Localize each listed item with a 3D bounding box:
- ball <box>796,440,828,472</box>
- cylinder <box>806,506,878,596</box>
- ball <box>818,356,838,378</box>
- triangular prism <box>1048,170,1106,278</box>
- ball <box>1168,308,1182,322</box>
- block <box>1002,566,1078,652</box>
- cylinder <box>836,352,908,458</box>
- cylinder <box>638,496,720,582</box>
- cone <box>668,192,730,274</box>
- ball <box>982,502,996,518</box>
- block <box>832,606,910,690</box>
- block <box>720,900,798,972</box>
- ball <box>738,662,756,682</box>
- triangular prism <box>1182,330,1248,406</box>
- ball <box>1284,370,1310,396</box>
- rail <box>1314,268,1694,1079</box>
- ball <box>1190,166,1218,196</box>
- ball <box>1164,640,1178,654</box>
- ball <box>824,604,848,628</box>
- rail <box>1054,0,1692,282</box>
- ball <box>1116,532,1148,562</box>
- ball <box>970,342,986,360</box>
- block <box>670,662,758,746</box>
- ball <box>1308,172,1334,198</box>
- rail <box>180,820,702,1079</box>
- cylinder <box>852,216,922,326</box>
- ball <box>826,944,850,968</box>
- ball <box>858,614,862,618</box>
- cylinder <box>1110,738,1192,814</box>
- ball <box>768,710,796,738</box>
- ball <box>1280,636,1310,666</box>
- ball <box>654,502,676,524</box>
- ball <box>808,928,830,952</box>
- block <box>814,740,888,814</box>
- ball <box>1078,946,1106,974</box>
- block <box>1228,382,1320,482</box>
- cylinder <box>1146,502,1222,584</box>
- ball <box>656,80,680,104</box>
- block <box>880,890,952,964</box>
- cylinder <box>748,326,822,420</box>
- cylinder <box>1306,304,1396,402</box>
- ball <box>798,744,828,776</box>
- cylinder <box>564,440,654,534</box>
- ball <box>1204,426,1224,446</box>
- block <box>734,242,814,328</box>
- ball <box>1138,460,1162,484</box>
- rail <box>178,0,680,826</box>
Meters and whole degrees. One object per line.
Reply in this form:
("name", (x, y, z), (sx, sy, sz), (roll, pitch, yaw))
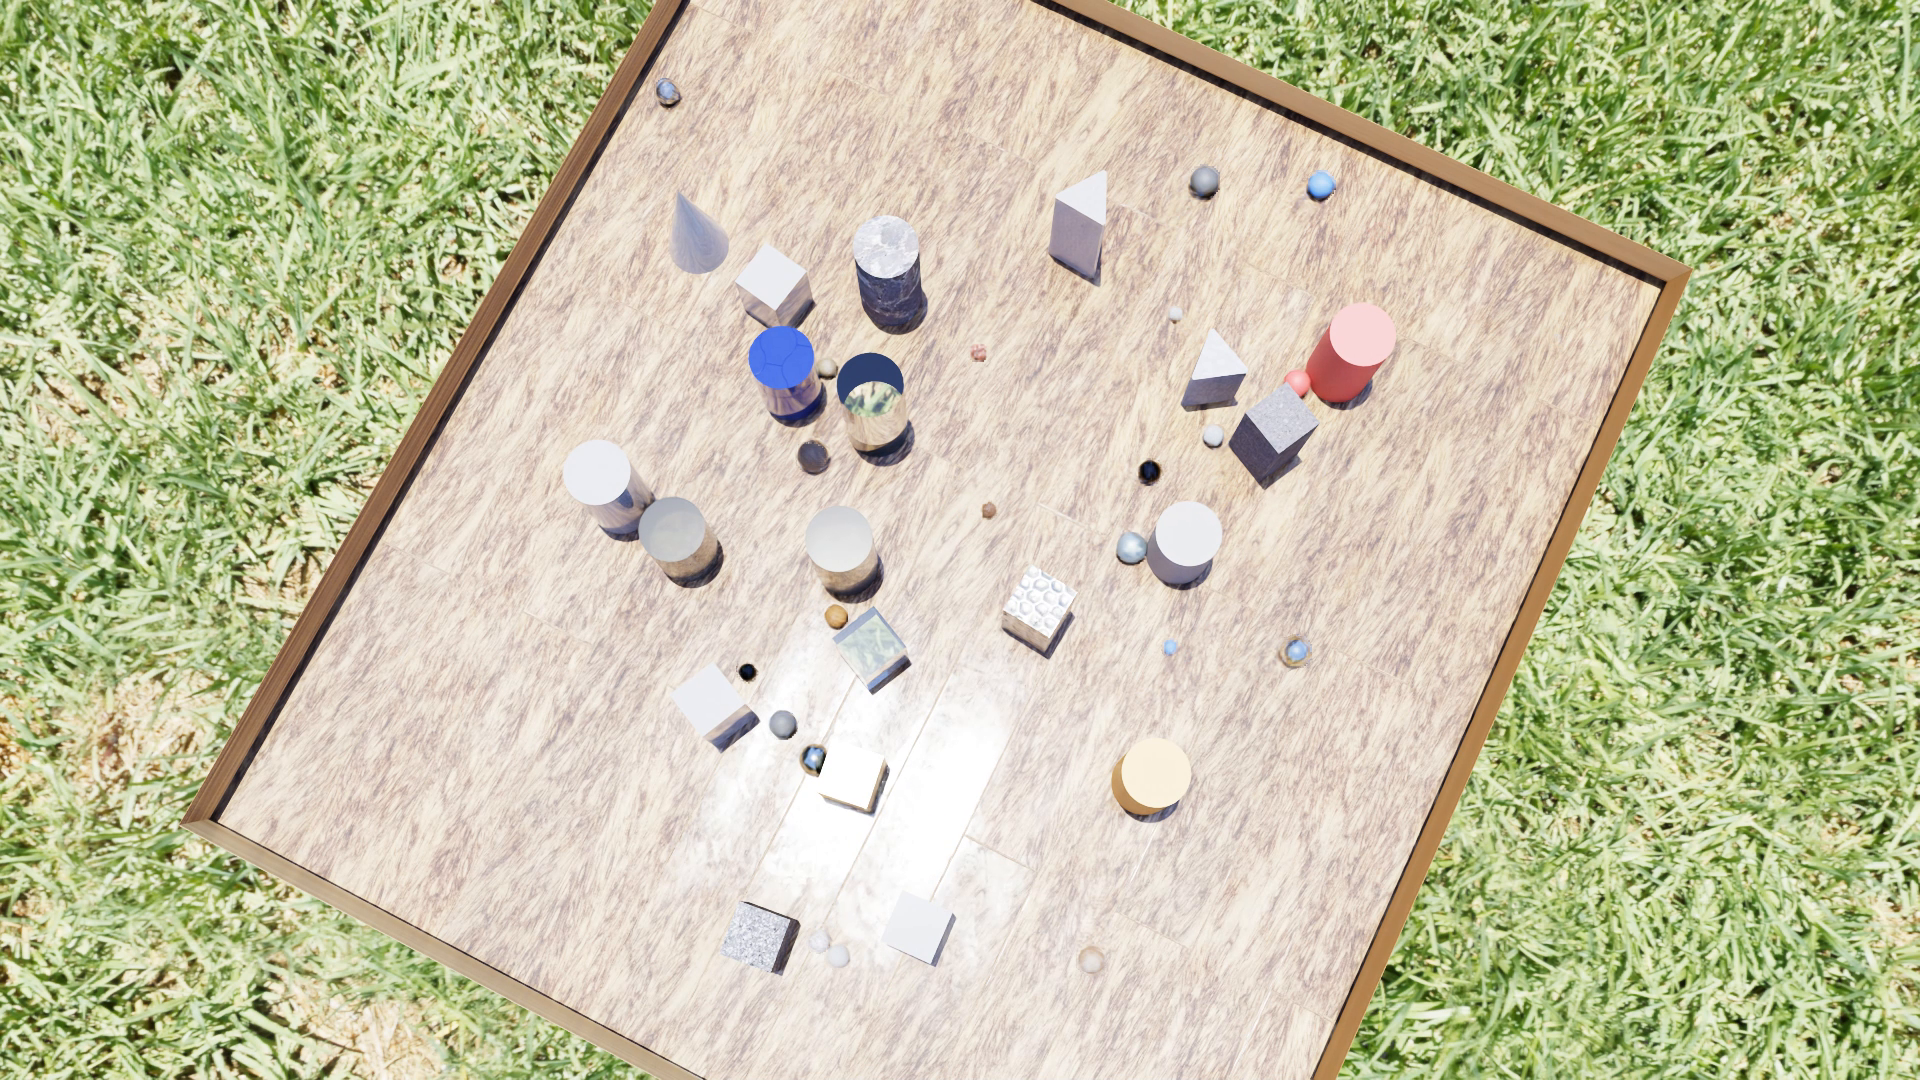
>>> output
("ball", (-0.452, -0.259, 5.621), (0.097, 0.097, 0.097), (0, 78, 0))
("cylinder", (-0.345, 0.036, 5.409), (0.193, 0.393, 0.193), (0, 78, 0))
("ball", (-0.413, -0.537, 5.696), (0.063, 0.063, 0.063), (0, 78, 0))
("triangular prism", (0.388, -0.976, 5.584), (0.167, 0.459, 0.145), (31, 80, 6))
("ball", (0.675, -0.707, 5.740), (0.044, 0.044, 0.044), (0, 78, 0))
("block", (0.230, 0.207, 5.410), (0.154, 0.321, 0.154), (31, 80, 6))
("cylinder", (-0.257, -0.397, 5.463), (0.193, 0.462, 0.193), (0, 78, 0))
("cylinder", (-0.833, 0.001, 5.453), (0.193, 0.320, 0.193), (0, 78, 0))
("cone", (-0.828, -0.980, 5.589), (0.193, 0.450, 0.193), (0, 78, 0))
("ball", (0.088, -0.091, 5.611), (0.047, 0.047, 0.047), (0, 78, 0))
("block", (-0.262, 0.322, 5.420), (0.154, 0.255, 0.154), (-38, 81, -7))
("block", (-0.576, 1.137, 5.255), (0.154, 0.247, 0.154), (20, 79, 4))
("ball", (-0.639, 0.396, 5.506), (0.055, 0.055, 0.055), (0, 78, 0))
("triangular prism", (0.760, -0.529, 5.578), (0.167, 0.290, 0.145), (-8, 78, -2))
("ball", (1.043, -0.485, 5.674), (0.084, 0.084, 0.084), (0, 78, 0))
("rail", (1.453, 0.718, 5.403), (0.045, 0.125, 3.552), (26, 80, 5))
("ball", (0.774, -1.136, 5.805), (0.091, 0.091, 0.091), (0, 78, 0))
("ball", (0.634, 0.323, 5.529), (0.041, 0.041, 0.041), (0, 78, 0))
("ball", (-0.375, 0.229, 5.534), (0.070, 0.070, 0.070), (0, 78, 0))
("rail", (0.784, -1.528, 5.868), (3.297, 0.125, 0.045), (26, 80, 5))
("ball", (0.521, 0.022, 5.564), (0.095, 0.095, 0.095), (0, 78, 0))
("ball", (0.057, -0.588, 5.711), (0.053, 0.053, 0.053), (0, 78, 0))
("block", (-0.718, 0.483, 5.359), (0.154, 0.309, 0.154), (-38, 81, -7))
("ball", (1.143, -1.124, 5.808), (0.082, 0.082, 0.082), (0, 78, 0))
("rail", (-0.784, 1.542, 5.232), (3.297, 0.125, 0.045), (26, 80, 5))
("cylinder", (-0.216, -0.810, 5.558), (0.193, 0.443, 0.193), (0, 78, 0))
("ball", (-0.354, 1.211, 5.332), (0.067, 0.067, 0.067), (0, 78, 0))
("ball", (-0.290, 0.241, 5.546), (0.041, 0.041, 0.041), (0, 78, 0))
("cylinder", (0.547, 0.685, 5.284), (0.193, 0.373, 0.193), (0, 78, 0))
("ball", (-0.529, 0.547, 5.460), (0.084, 0.084, 0.084), (0, 78, 0))
("ball", (1.007, 0.335, 5.502), (0.089, 0.089, 0.089), (0, 78, 0))
("ball", (-0.899, -0.082, 5.600), (0.066, 0.066, 0.066), (0, 78, 0))
("ball", (-0.409, 1.166, 5.343), (0.064, 0.064, 0.064), (0, 78, 0))
("block", (-0.314, 0.691, 5.338), (0.154, 0.266, 0.154), (18, 79, 4))
("ball", (0.382, 1.220, 5.324), (0.078, 0.078, 0.078), (0, 78, 0))
("block", (0.937, -0.318, 5.495), (0.154, 0.366, 0.154), (-36, 81, -7))
("cylinder", (0.665, 0.011, 5.464), (0.193, 0.294, 0.193), (0, 78, 0))
("ball", (-0.938, -1.435, 5.875), (0.076, 0.076, 0.076), (0, 78, 0))
("block", (-0.122, 1.108, 5.256), (0.154, 0.256, 0.154), (23, 79, 5))
("cylinder", (-0.524, -0.500, 5.542), (0.193, 0.348, 0.193), (0, 78, 0))
("cylinder", (1.176, -0.561, 5.536), (0.193, 0.385, 0.193), (0, 78, 0))
("ball", (-0.431, 0.651, 5.434), (0.094, 0.094, 0.094), (0, 78, 0))
("cylinder", (-1.041, -0.154, 5.445), (0.193, 0.397, 0.193), (0, 78, 0))
("ball", (0.782, -0.321, 5.650), (0.064, 0.064, 0.064), (0, 78, 0))
("block", (-0.570, -0.767, 5.641), (0.154, 0.263, 0.154), (36, 81, 7))
("ball", (0.582, -0.210, 5.623), (0.072, 0.072, 0.072), (0, 78, 0))
("rail", (-1.453, -0.705, 5.697), (0.045, 0.125, 3.552), (26, 80, 5))
